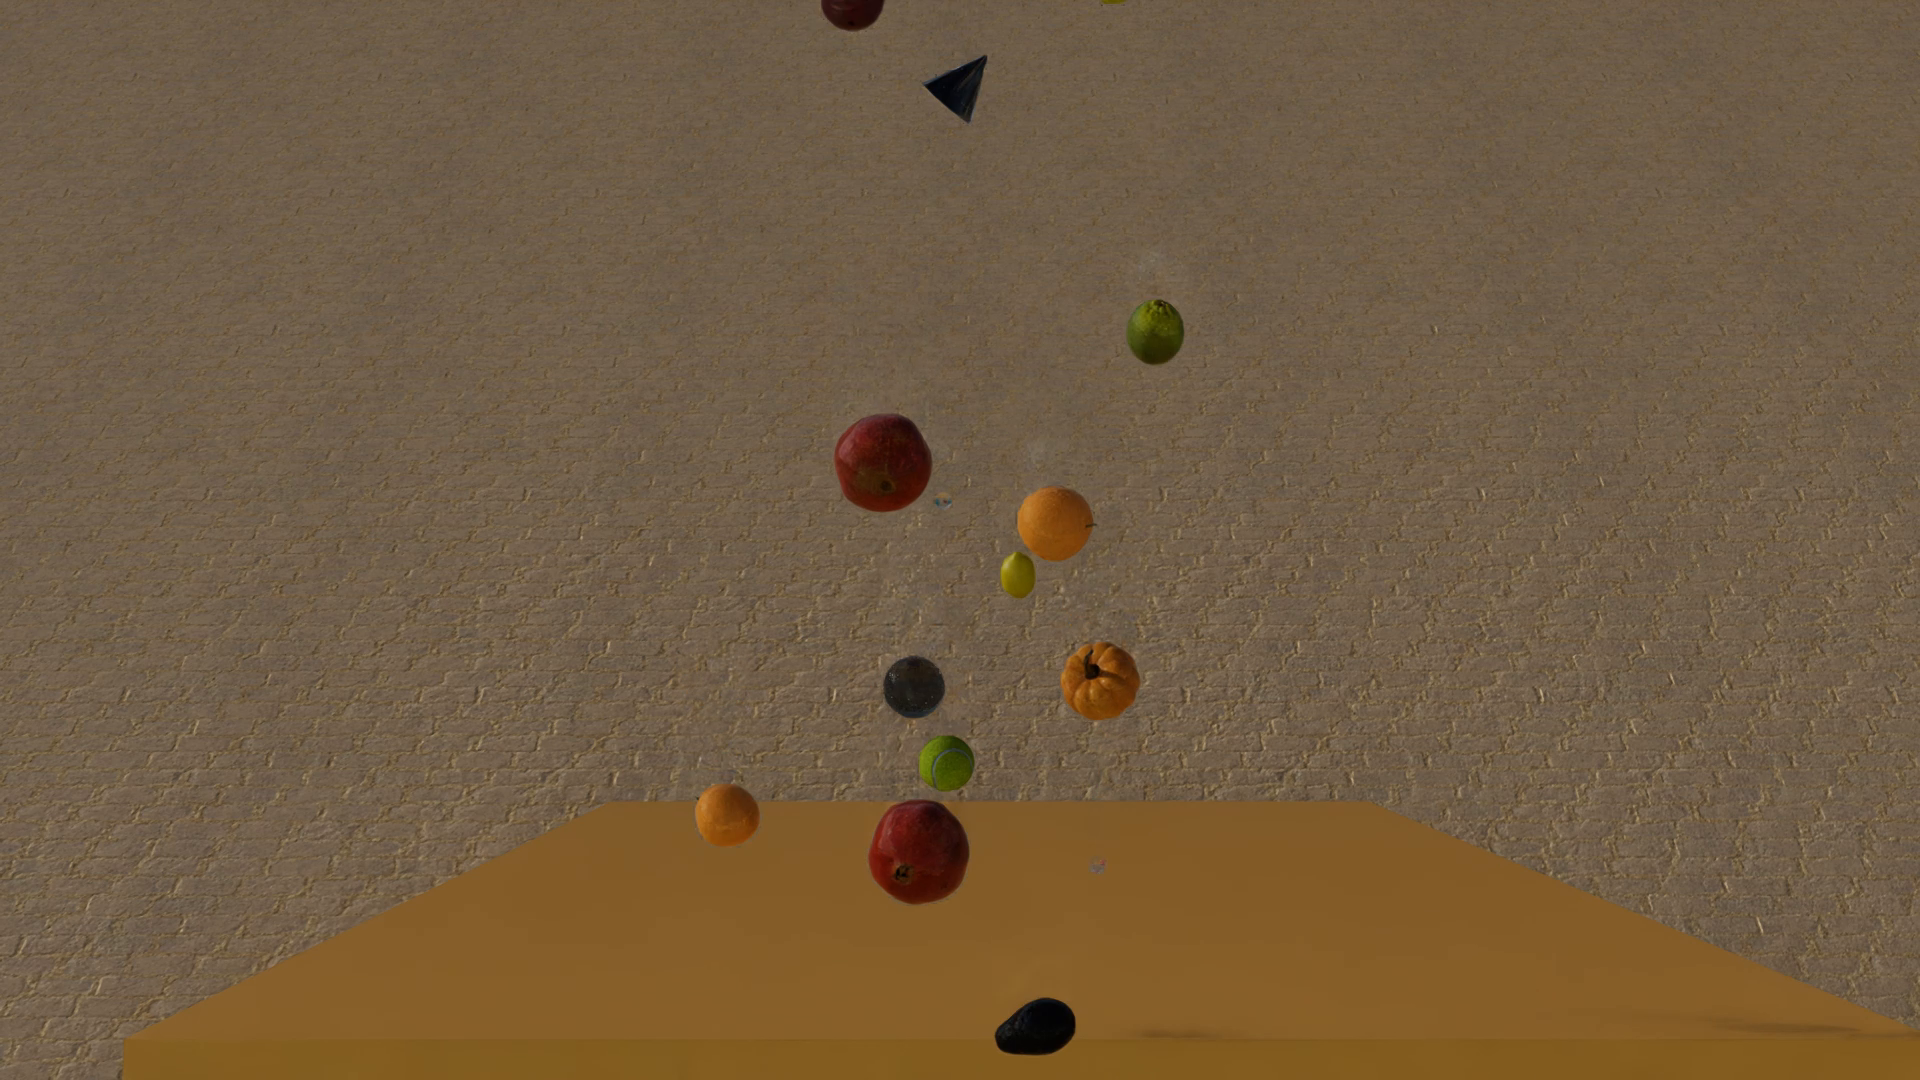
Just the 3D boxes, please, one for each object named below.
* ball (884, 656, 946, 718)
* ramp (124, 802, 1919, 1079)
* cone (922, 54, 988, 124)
[{"bbox_3d":[-0.045,0.147,2.587,0.062,0.062,0.062,0,36,0],"label":"ball"},{"bbox_3d":[0.078,0.670,4.859,2.000,0.100,4.000,0,-2,0],"label":"ramp"},{"bbox_3d":[0.006,-0.391,2.201,0.055,0.055,0.055,39,11,-10],"label":"cone"}]
